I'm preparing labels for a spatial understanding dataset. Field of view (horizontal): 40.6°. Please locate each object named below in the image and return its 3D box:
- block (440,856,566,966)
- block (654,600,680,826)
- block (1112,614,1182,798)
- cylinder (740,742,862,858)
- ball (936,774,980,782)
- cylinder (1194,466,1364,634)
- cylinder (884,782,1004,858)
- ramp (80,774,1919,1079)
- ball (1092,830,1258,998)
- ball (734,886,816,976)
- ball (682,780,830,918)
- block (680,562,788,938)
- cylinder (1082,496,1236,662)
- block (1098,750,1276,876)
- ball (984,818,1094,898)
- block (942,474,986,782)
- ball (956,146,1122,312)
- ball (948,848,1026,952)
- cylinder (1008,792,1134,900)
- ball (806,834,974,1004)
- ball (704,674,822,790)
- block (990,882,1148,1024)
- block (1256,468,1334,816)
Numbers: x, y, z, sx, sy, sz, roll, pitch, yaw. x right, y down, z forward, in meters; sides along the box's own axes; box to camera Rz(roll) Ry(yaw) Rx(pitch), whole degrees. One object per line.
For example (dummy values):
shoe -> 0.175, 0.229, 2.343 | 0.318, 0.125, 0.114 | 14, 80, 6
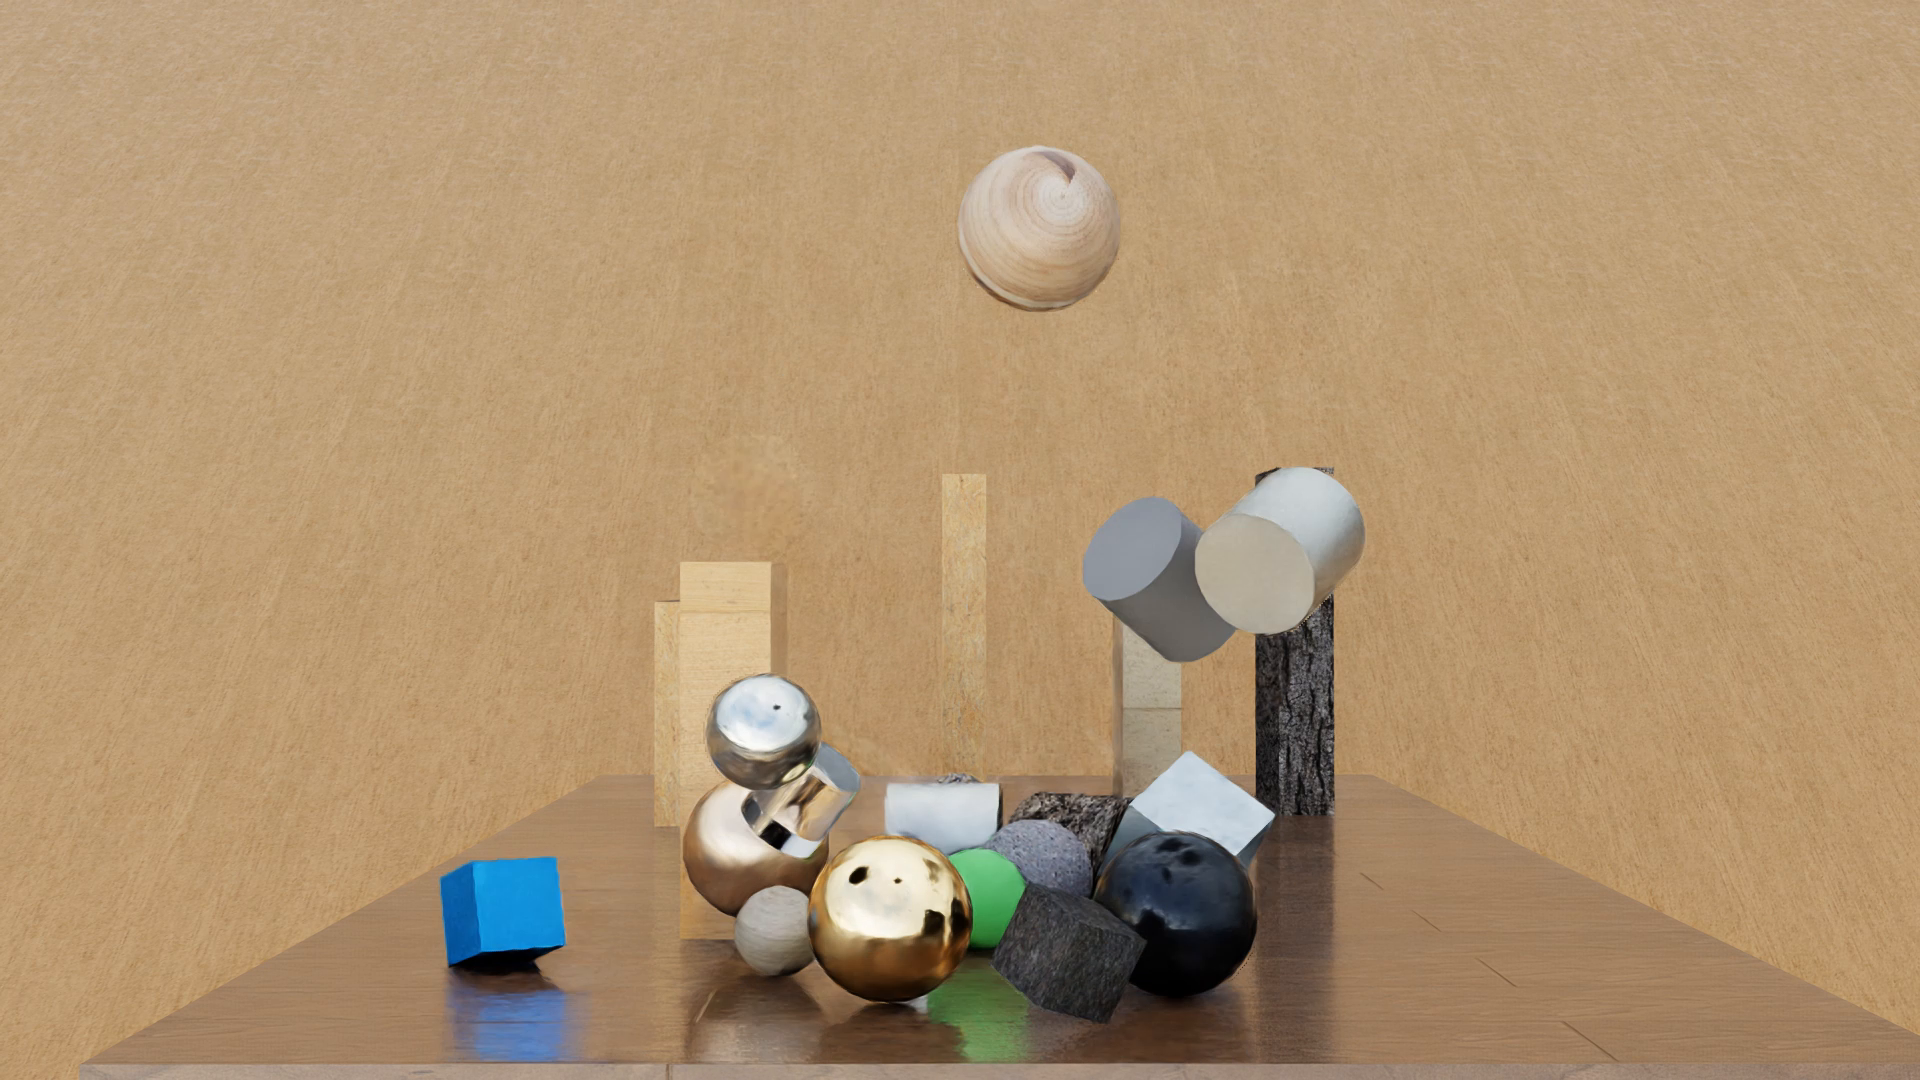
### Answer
block -> -0.602, 0.490, 3.413 | 0.117, 0.117, 0.117 | 0, -17, -33
block -> -0.581, 0.361, 5.554 | 0.098, 0.462, 0.432 | 0, -1, 0
block -> 0.360, 0.275, 5.038 | 0.109, 0.619, 0.345 | 0, -1, 0
cylinder -> -0.197, 0.316, 3.213 | 0.108, 0.108, 0.108 | 33, 17, -12
ball -> -0.005, 0.516, 4.979 | 0.136, 0.136, 0.136 | 0, 32, 0
cylinder -> 0.385, 0.012, 3.114 | 0.155, 0.155, 0.155 | 17, 31, 25
cylinder -> -0.024, 0.481, 4.175 | 0.179, 0.179, 0.179 | 0, 32, 4
ramp -> 0.072, 0.631, 4.728 | 2.000, 0.100, 4.000 | 0, -1, 0
ball -> 0.263, 0.457, 3.173 | 0.203, 0.203, 0.203 | 0, 32, 0
ball -> -0.233, 0.503, 3.334 | 0.115, 0.115, 0.115 | 0, 32, 0
ball -> -0.282, 0.423, 3.579 | 0.202, 0.202, 0.202 | 0, 32, 0
block -> -0.334, 0.301, 3.864 | 0.128, 0.535, 0.364 | 0, -1, 0
cylinder -> 0.262, 0.051, 3.293 | 0.154, 0.154, 0.154 | -28, 41, 27
block -> 0.318, 0.429, 3.649 | 0.154, 0.154, 0.154 | 36, 44, 18
ball -> 0.106, 0.482, 3.700 | 0.168, 0.168, 0.168 | 0, 32, 0
block -> 0.010, 0.226, 6.112 | 0.100, 0.748, 0.422 | 0, -1, 0
ball -> 0.081, -0.320, 2.665 | 0.169, 0.169, 0.169 | 0, 32, 0
ball -> 0.024, 0.494, 3.558 | 0.140, 0.140, 0.140 | 0, 32, 0
cylinder -> 0.194, 0.476, 3.893 | 0.185, 0.185, 0.185 | -1, 25, 41
ball -> -0.085, 0.457, 3.129 | 0.202, 0.202, 0.202 | 0, 32, 0
ball -> -0.229, 0.224, 3.026 | 0.137, 0.137, 0.137 | 0, 32, 0
block -> 0.123, 0.471, 2.960 | 0.107, 0.107, 0.107 | 21, 7, -37
block -> 0.746, 0.221, 5.806 | 0.119, 0.749, 0.442 | 0, -1, 0
